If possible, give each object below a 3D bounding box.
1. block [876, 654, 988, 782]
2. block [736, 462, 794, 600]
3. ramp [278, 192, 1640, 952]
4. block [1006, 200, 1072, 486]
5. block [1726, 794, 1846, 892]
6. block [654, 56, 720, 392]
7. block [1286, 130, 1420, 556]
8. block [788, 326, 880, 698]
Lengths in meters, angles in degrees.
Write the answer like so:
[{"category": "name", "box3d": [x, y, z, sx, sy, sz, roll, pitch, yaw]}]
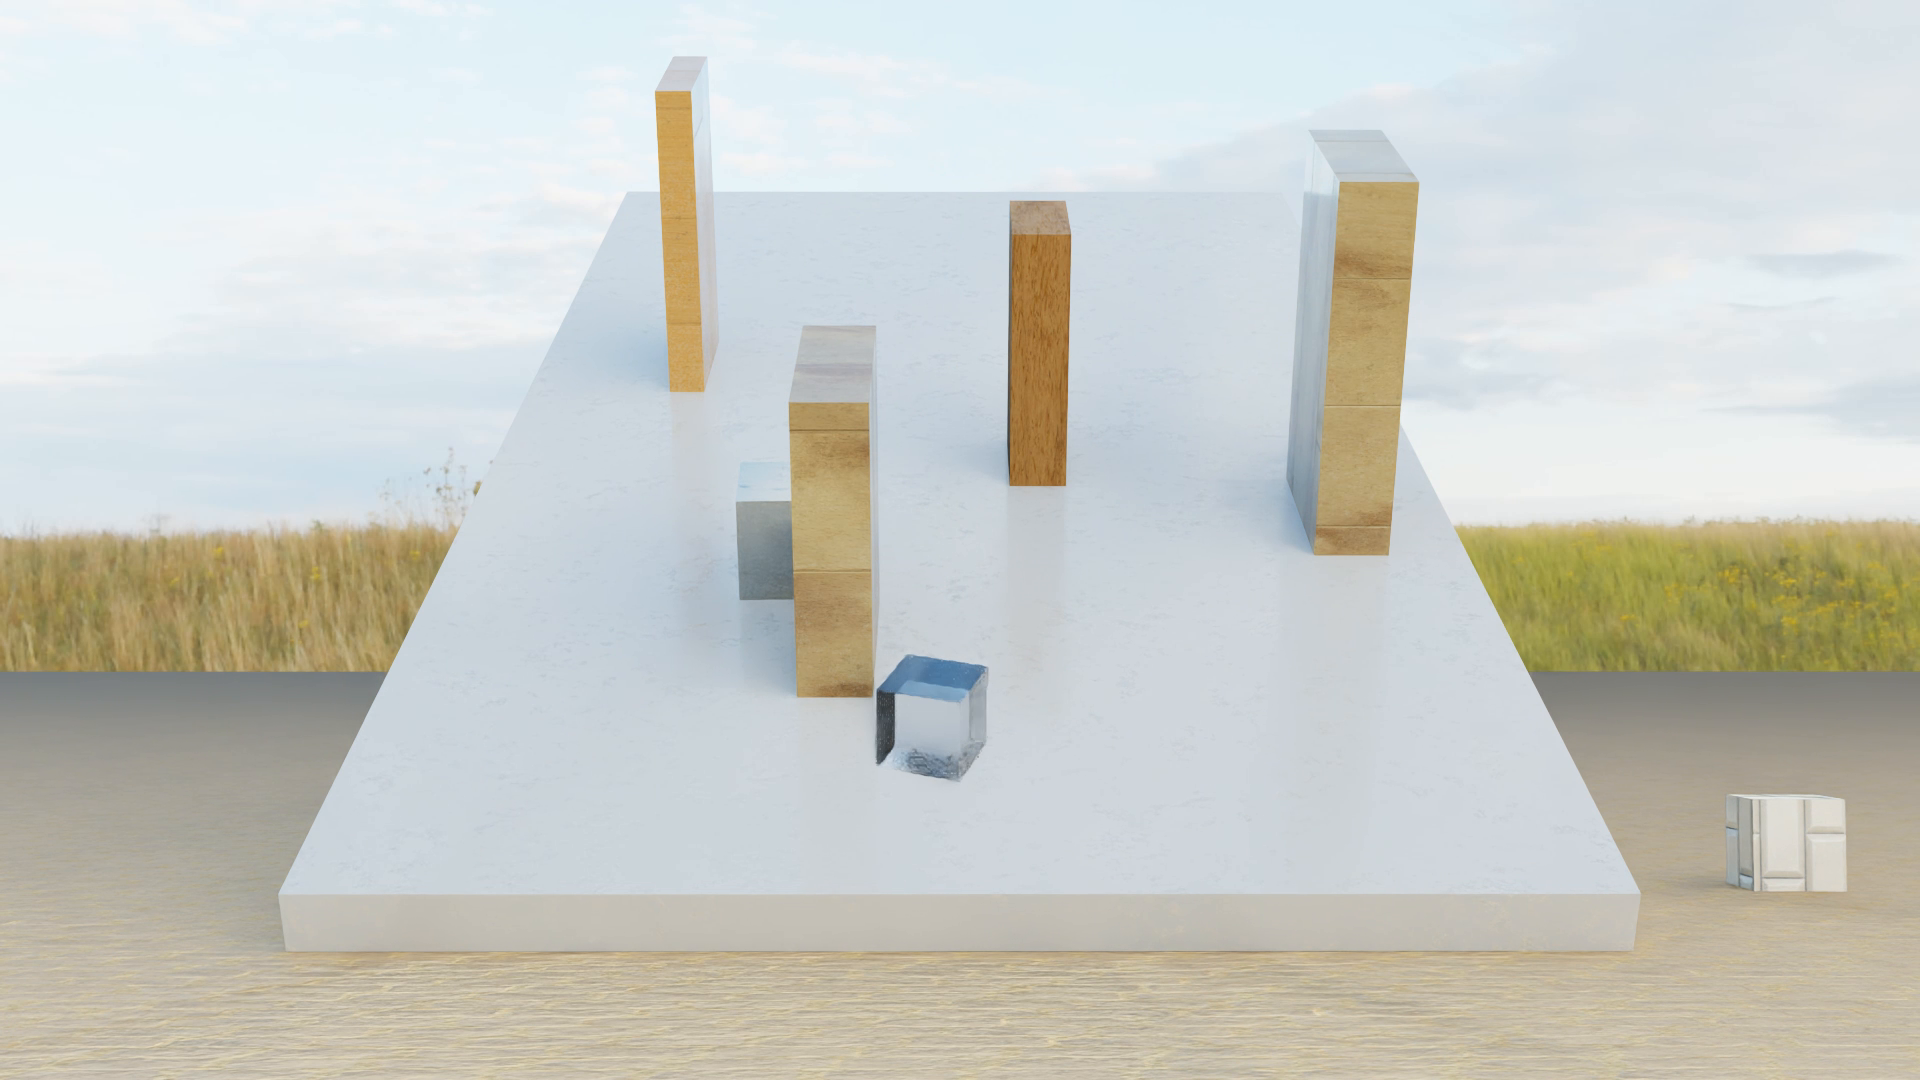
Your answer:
[{"category": "block", "box3d": [-0.044, 0.287, 3.760, 0.140, 0.140, 0.140, 8, 24, 17]}, {"category": "block", "box3d": [-0.317, -0.020, 4.396, 0.200, 0.200, 0.200, -1, 23, -2]}, {"category": "ramp", "box3d": [-0.008, -0.226, 5.255, 2.000, 0.100, 4.000, 0, 23, 0]}, {"category": "block", "box3d": [0.164, -0.415, 4.879, 0.118, 0.545, 0.261, 0, 23, 0]}, {"category": "block", "box3d": [1.584, 0.579, 4.447, 0.172, 0.172, 0.172, 0, -3, 1]}, {"category": "block", "box3d": [-0.636, -0.744, 5.436, 0.081, 0.705, 0.378, 0, 23, 0]}, {"category": "block", "box3d": [0.767, -0.394, 4.578, 0.147, 0.747, 0.410, 0, 23, 0]}, {"category": "block", "box3d": [-0.215, -0.056, 4.054, 0.131, 0.538, 0.403, 0, 23, 0]}]
